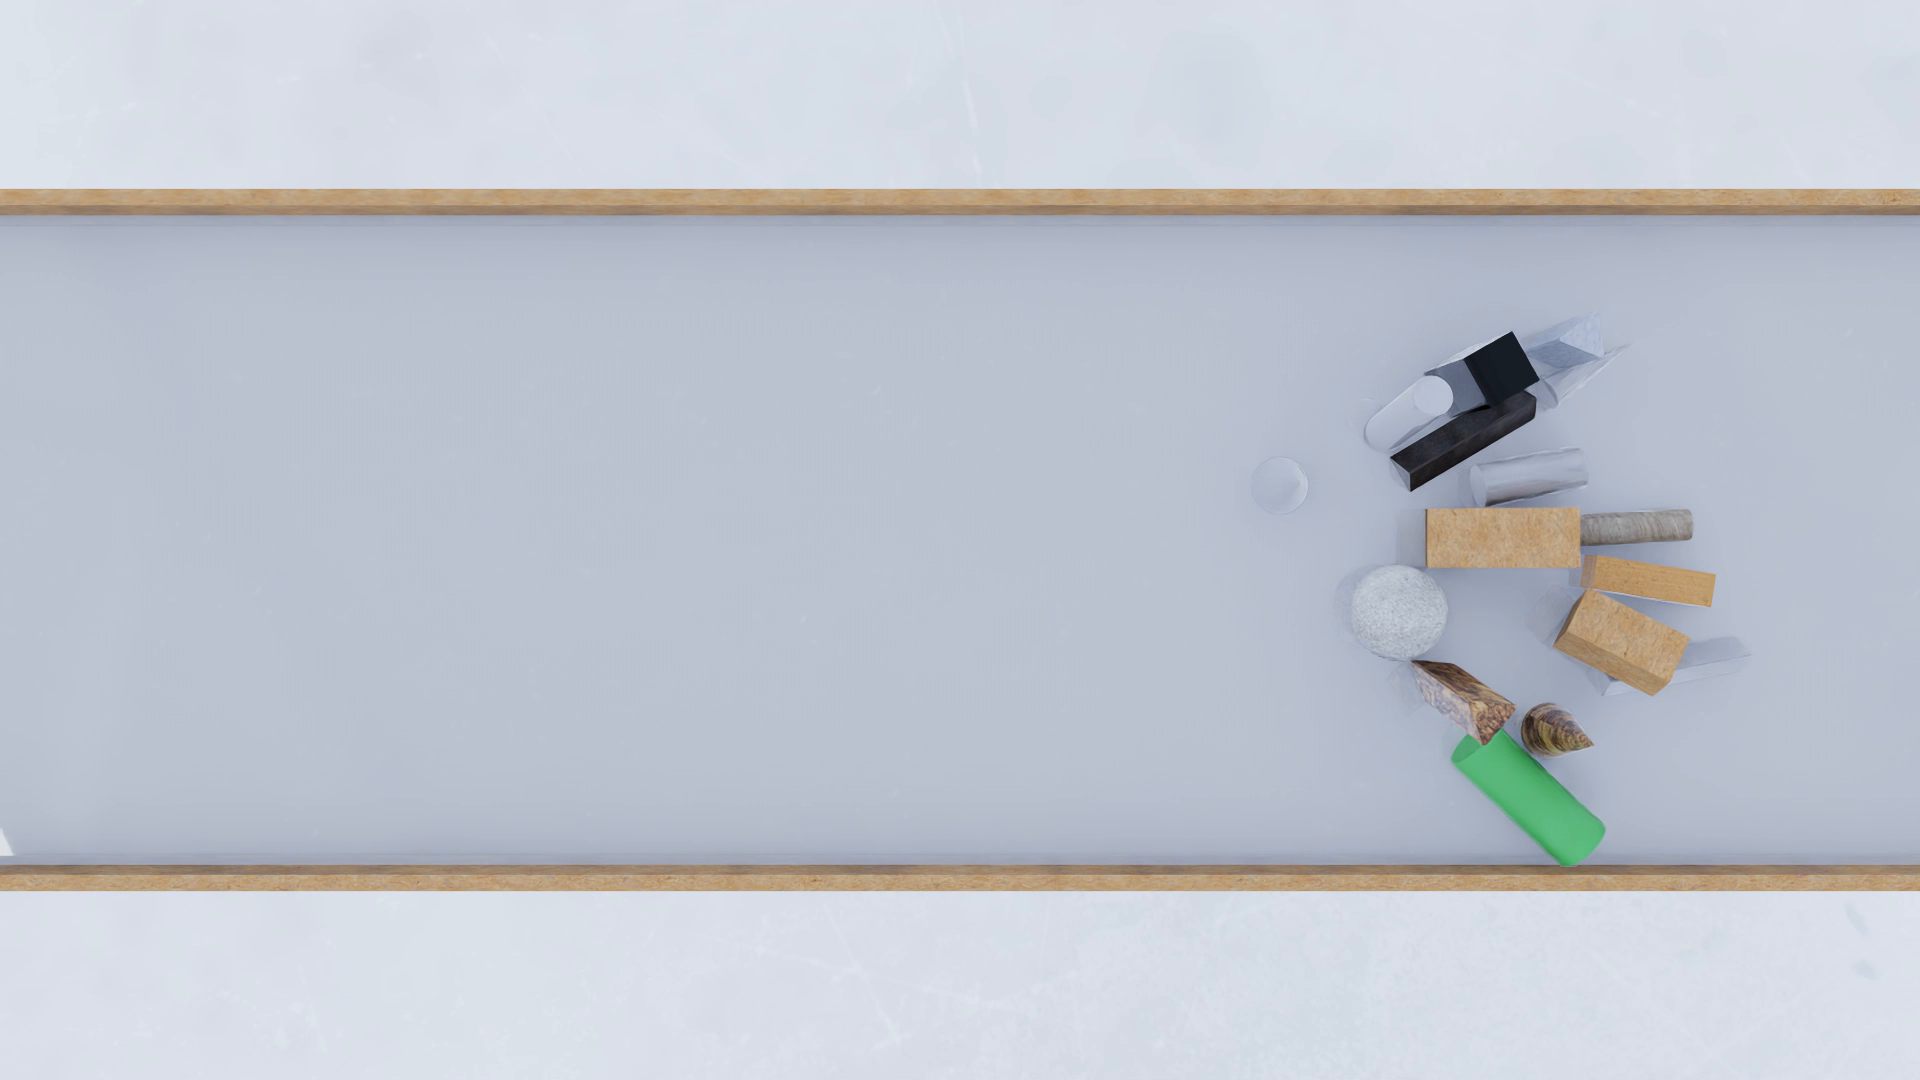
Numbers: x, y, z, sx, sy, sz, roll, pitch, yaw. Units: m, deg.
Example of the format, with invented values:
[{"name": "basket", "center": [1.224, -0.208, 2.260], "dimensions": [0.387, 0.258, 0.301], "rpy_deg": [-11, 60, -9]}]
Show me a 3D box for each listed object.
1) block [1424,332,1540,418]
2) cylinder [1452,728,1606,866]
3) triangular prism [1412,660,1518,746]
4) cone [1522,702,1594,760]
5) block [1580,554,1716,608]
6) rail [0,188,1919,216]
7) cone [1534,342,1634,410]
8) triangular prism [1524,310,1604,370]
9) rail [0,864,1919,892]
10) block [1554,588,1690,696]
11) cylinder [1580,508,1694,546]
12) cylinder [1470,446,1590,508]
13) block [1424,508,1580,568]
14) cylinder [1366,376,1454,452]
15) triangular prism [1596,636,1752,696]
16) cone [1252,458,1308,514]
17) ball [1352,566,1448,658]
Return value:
[{"name": "block", "center": [1.537, -0.484, 4.878], "dimensions": [0.161, 0.396, 0.161], "rpy_deg": [-30, 90, 0]}, {"name": "cylinder", "center": [1.719, 0.765, 4.990], "dimensions": [0.456, 0.174, 0.174], "rpy_deg": [43, 90, 0]}, {"name": "triangular prism", "center": [1.489, 0.451, 4.858], "dimensions": [0.123, 0.420, 0.143], "rpy_deg": [-23, 104, -2]}, {"name": "cone", "center": [1.814, 0.588, 4.895], "dimensions": [0.176, 0.364, 0.176], "rpy_deg": [0, 90, 0]}, {"name": "block", "center": [2.095, 0.125, 5.026], "dimensions": [0.363, 0.101, 0.101], "rpy_deg": [9, 90, 0]}, {"name": "rail", "center": [-2.247, -1.025, 5.002], "dimensions": [12.000, 0.150, 0.050], "rpy_deg": [0, 90, 0]}, {"name": "cone", "center": [1.934, -0.528, 5.051], "dimensions": [0.342, 0.103, 0.103], "rpy_deg": [-30, 90, -9]}, {"name": "triangular prism", "center": [1.813, -0.606, 4.913], "dimensions": [0.137, 0.326, 0.119], "rpy_deg": [22, 90, 0]}, {"name": "rail", "center": [-2.247, 1.025, 5.001], "dimensions": [12.000, 0.150, 0.050], "rpy_deg": [0, 90, 0]}, {"name": "block", "center": [1.979, 0.306, 4.944], "dimensions": [0.319, 0.157, 0.157], "rpy_deg": [28, 74, 14]}, {"name": "cylinder", "center": [2.028, -0.037, 5.027], "dimensions": [0.373, 0.100, 0.100], "rpy_deg": [-3, 90, 0]}, {"name": "cylinder", "center": [1.729, -0.193, 5.010], "dimensions": [0.315, 0.133, 0.133], "rpy_deg": [-11, 90, 0]}, {"name": "block", "center": [1.619, -0.007, 4.940], "dimensions": [0.429, 0.176, 0.176], "rpy_deg": [0, 90, 14]}, {"name": "cylinder", "center": [1.324, -0.370, 4.876], "dimensions": [0.120, 0.383, 0.120], "rpy_deg": [1, 78, -6]}, {"name": "triangular prism", "center": [2.178, 0.388, 5.028], "dimensions": [0.432, 0.092, 0.106], "rpy_deg": [-11, 90, 0]}, {"name": "cone", "center": [0.984, -0.168, 4.923], "dimensions": [0.174, 0.307, 0.174], "rpy_deg": [0, 90, 0]}, {"name": "ball", "center": [1.315, 0.216, 4.937], "dimensions": [0.280, 0.280, 0.280], "rpy_deg": [0, 90, 0]}]
